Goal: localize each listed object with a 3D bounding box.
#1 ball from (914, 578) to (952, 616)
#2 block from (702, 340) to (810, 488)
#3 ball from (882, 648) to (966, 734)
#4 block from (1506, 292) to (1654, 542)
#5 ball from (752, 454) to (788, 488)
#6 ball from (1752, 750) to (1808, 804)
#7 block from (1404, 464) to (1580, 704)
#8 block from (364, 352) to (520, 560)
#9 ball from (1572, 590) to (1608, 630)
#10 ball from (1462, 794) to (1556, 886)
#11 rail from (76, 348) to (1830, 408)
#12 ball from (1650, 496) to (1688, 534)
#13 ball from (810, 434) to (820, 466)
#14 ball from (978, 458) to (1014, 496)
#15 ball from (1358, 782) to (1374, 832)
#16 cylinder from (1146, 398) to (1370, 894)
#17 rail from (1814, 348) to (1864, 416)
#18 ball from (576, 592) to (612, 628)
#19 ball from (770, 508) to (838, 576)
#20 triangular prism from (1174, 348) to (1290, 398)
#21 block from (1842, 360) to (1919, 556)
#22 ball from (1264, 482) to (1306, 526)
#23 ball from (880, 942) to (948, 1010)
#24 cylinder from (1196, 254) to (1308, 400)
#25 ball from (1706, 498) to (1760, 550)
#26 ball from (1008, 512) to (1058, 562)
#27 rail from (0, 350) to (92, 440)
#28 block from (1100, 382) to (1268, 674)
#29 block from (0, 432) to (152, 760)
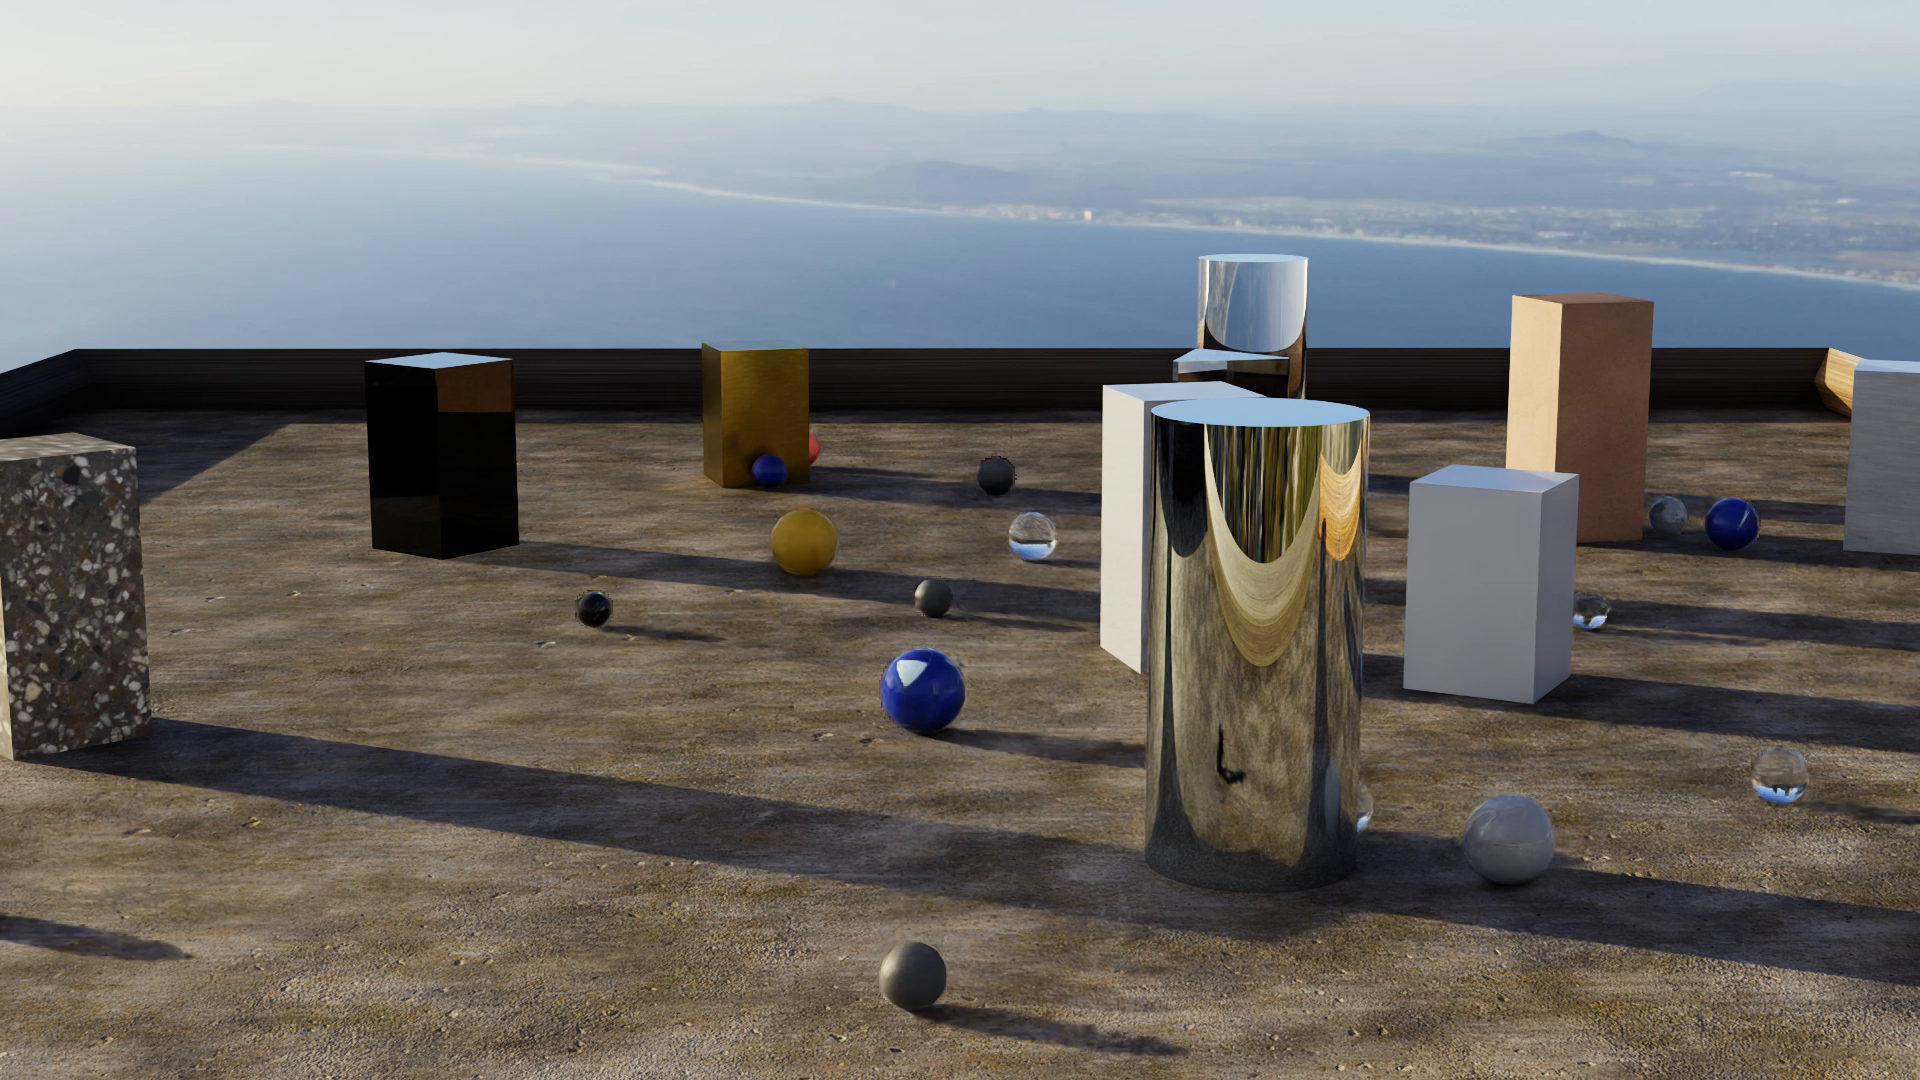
[{"bbox_3d":[-0.036,0.077,3.424,0.051,0.051,0.051,0,11,0],"label":"ball"},{"bbox_3d":[-0.362,-0.226,4.541,0.156,0.239,0.156,-3,11,-18],"label":"block"},{"bbox_3d":[-0.040,0.166,2.827,0.094,0.094,0.094,0,11,0],"label":"ball"},{"bbox_3d":[0.963,-0.193,4.004,0.156,0.369,0.156,-3,11,-16],"label":"block"},{"bbox_3d":[-0.331,-0.119,4.455,0.061,0.061,0.061,0,11,0],"label":"ball"},{"bbox_3d":[0.817,0.236,2.556,0.055,0.055,0.055,0,11,0],"label":"ball"},{"bbox_3d":[0.630,0.049,3.041,0.156,0.247,0.156,6,12,28],"label":"block"},{"bbox_3d":[-0.786,-0.131,3.898,0.156,0.286,0.156,8,13,36],"label":"block"},{"bbox_3d":[0.818,0.091,3.345,0.052,0.052,0.052,0,11,0],"label":"ball"},{"bbox_3d":[0.493,0.269,2.304,0.081,0.081,0.081,0,11,0],"label":"ball"},{"bbox_3d":[-0.012,-0.342,5.471,3.752,0.127,0.045,0,11,0],"label":"rail"},{"bbox_3d":[1.112,-0.038,4.025,0.059,0.059,0.059,0,11,0],"label":"ball"},{"bbox_3d":[-0.288,-0.166,4.695,0.065,0.065,0.065,0,11,0],"label":"ball"},{"bbox_3d":[0.061,-0.108,4.387,0.063,0.063,0.063,0,11,0],"label":"ball"},{"bbox_3d":[0.367,0.254,2.454,0.056,0.056,0.056,0,11,0],"label":"ball"},{"bbox_3d":[0.269,0.091,2.341,0.195,0.419,0.195,0,11,0],"label":"cylinder"},{"bbox_3d":[1.852,0.031,3.459,0.045,0.127,4.160,0,11,0],"label":"rail"},{"bbox_3d":[-0.479,0.091,3.359,0.046,0.046,0.046,0,11,0],"label":"ball"},{"bbox_3d":[-0.224,0.004,3.691,0.098,0.098,0.098,0,11,0],"label":"ball"},{"bbox_3d":[0.364,-0.108,3.688,0.169,0.319,0.146,-3,11,-13],"label":"triangular prism"},{"bbox_3d":[1.442,-0.127,3.912,0.156,0.274,0.156,4,11,22],"label":"block"},{"bbox_3d":[0.517,-0.057,4.092,0.071,0.071,0.071,0,11,0],"label":"ball"},{"bbox_3d":[-0.036,0.340,2.001,0.053,0.053,0.053,0,11,0],"label":"ball"},{"bbox_3d":[0.520,-0.309,4.578,0.195,0.388,0.195,0,11,0],"label":"cylinder"},{"bbox_3d":[1.173,-0.025,3.896,0.079,0.079,0.079,0,11,0],"label":"ball"},{"bbox_3d":[0.108,-0.005,3.804,0.073,0.073,0.073,0,11,0],"label":"ball"},{"bbox_3d":[-1.852,0.035,3.438,0.045,0.127,4.160,0,11,0],"label":"rail"},{"bbox_3d":[0.274,-0.019,3.168,0.156,0.333,0.156,-3,11,-15],"label":"block"},{"bbox_3d":[-0.999,0.056,2.798,0.156,0.319,0.156,-9,14,-42],"label":"block"}]
